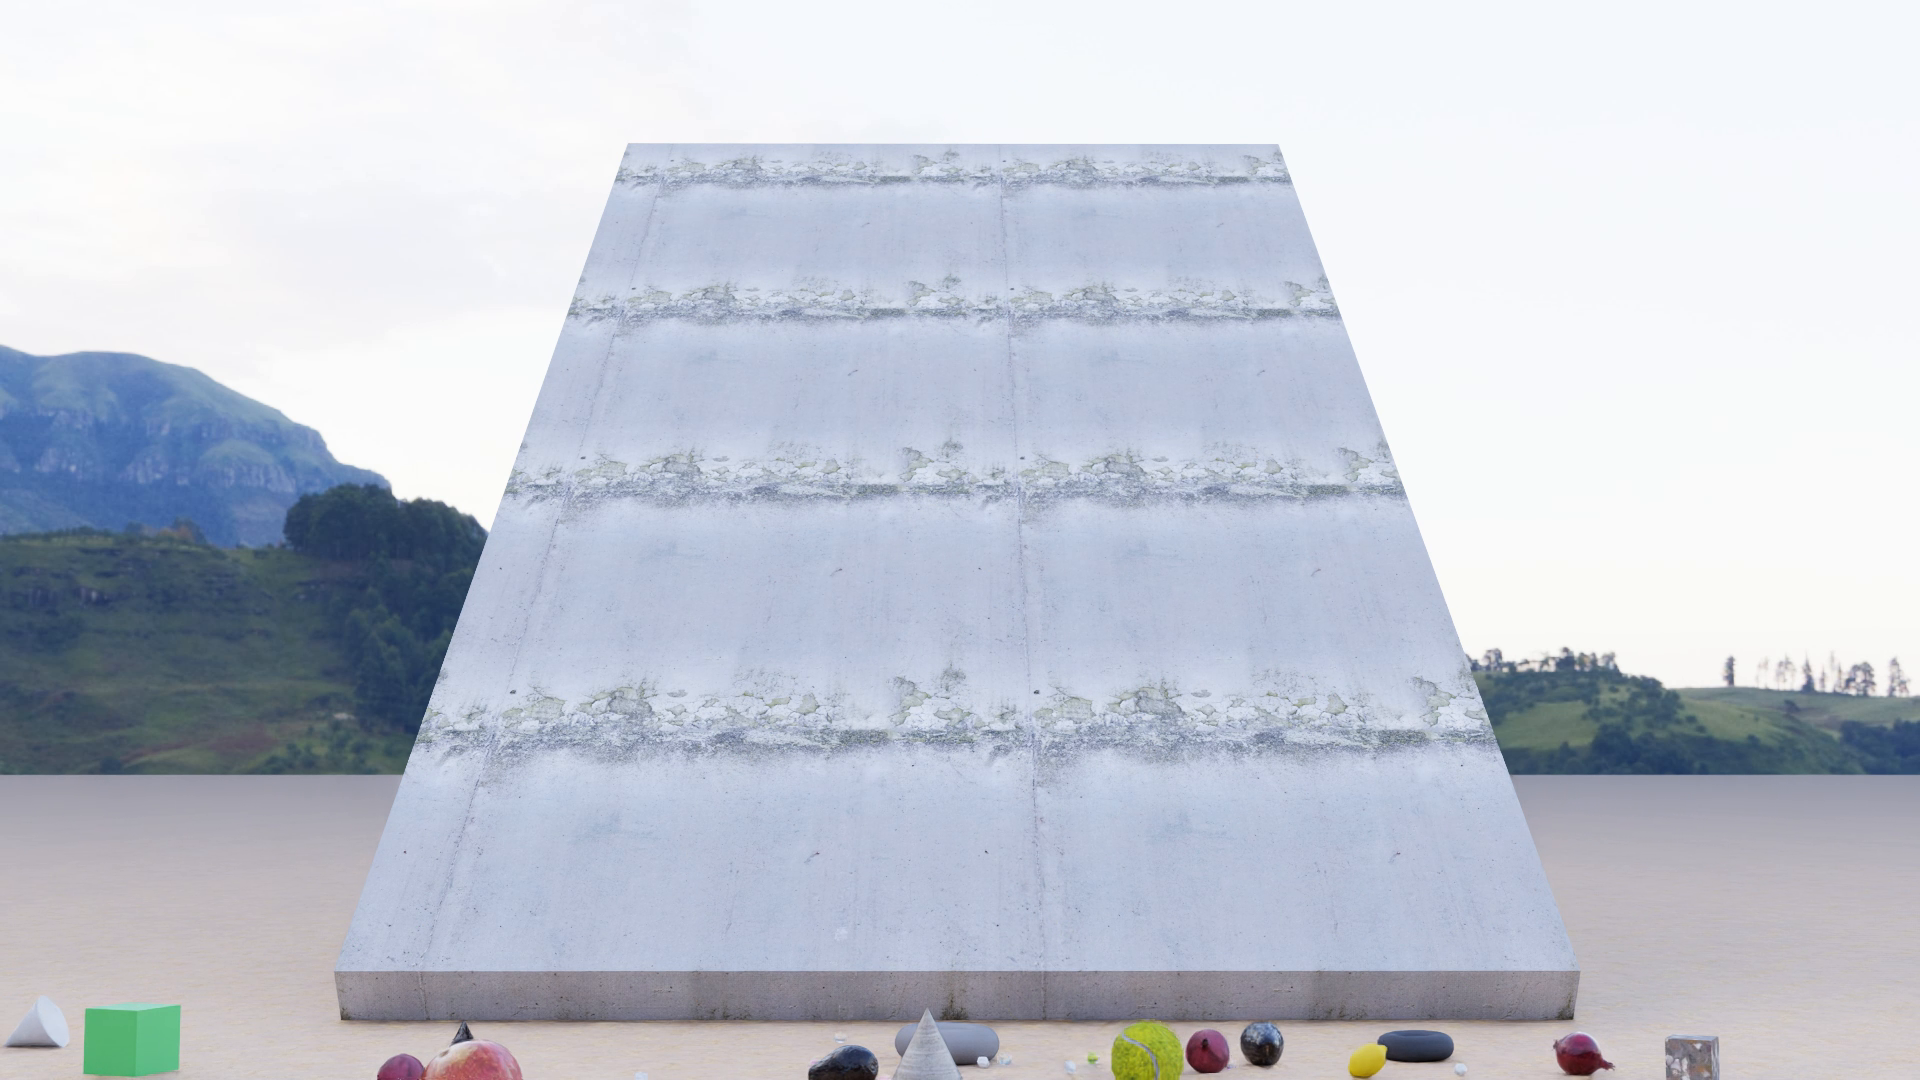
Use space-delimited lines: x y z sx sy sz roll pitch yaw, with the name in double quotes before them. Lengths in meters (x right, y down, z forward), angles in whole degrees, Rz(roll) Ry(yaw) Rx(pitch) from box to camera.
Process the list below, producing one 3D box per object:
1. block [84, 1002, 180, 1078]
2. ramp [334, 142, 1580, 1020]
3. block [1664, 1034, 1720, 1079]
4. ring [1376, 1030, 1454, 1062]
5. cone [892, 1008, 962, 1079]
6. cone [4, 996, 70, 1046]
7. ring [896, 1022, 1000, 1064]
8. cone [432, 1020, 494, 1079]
"block" -1.115 0.672 3.224 0.087 0.087 0.087 -2 -6 21
"ramp" -0.012 -0.220 5.620 2.000 0.100 4.000 0 29 0
"block" 0.952 0.676 3.110 0.058 0.058 0.058 -3 -6 26
"ring" 0.640 0.711 3.365 0.108 0.036 0.108 -1 -5 0
"cone" -0.043 0.658 3.121 0.096 0.096 0.096 0 -5 0
"cone" -1.367 0.725 3.512 0.082 0.082 0.082 -27 -5 -2
"ring" -0.018 0.703 3.345 0.146 0.049 0.146 1 -6 0
"cone" -0.644 0.663 3.105 0.083 0.083 0.083 0 -5 0
